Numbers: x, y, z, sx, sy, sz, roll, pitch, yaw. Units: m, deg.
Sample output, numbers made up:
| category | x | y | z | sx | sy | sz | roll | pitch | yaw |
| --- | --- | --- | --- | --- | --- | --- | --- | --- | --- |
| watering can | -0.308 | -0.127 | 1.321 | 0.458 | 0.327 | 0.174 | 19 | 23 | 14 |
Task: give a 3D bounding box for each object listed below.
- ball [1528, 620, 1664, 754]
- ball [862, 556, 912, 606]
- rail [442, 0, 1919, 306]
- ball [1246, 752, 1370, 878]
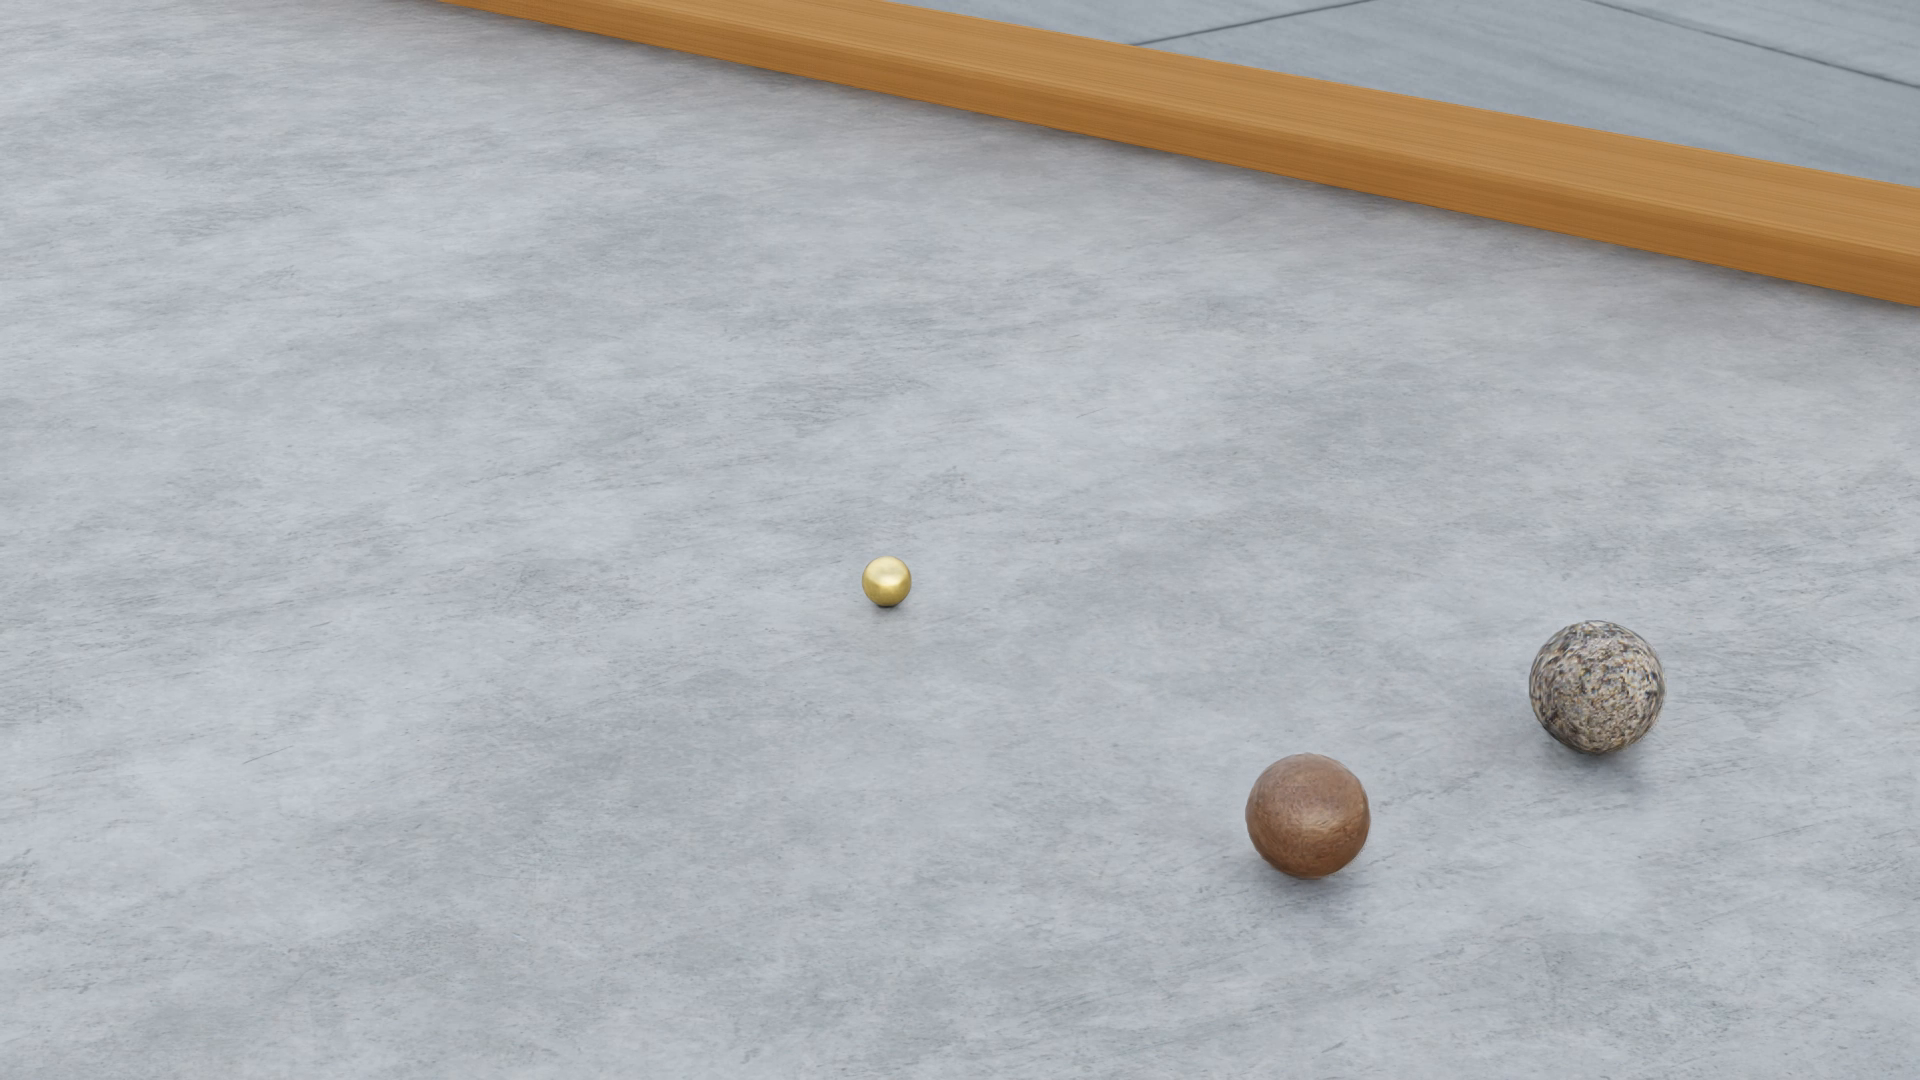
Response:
| category | x | y | z | sx | sy | sz | roll | pitch | yaw |
| --- | --- | --- | --- | --- | --- | --- | --- | --- | --- |
| ball | 0.476 | 0.110 | 2.200 | 0.100 | 0.100 | 0.100 | 0 | 22 | 0 |
| ball | -0.061 | 0.034 | 2.461 | 0.042 | 0.042 | 0.042 | 0 | 22 | 0 |
| rail | -0.037 | -0.657 | 4.039 | 4.456 | 0.129 | 0.045 | 18 | 28 | 37 |
| ball | 0.239 | 0.189 | 2.023 | 0.086 | 0.086 | 0.086 | 0 | 22 | 0 |
